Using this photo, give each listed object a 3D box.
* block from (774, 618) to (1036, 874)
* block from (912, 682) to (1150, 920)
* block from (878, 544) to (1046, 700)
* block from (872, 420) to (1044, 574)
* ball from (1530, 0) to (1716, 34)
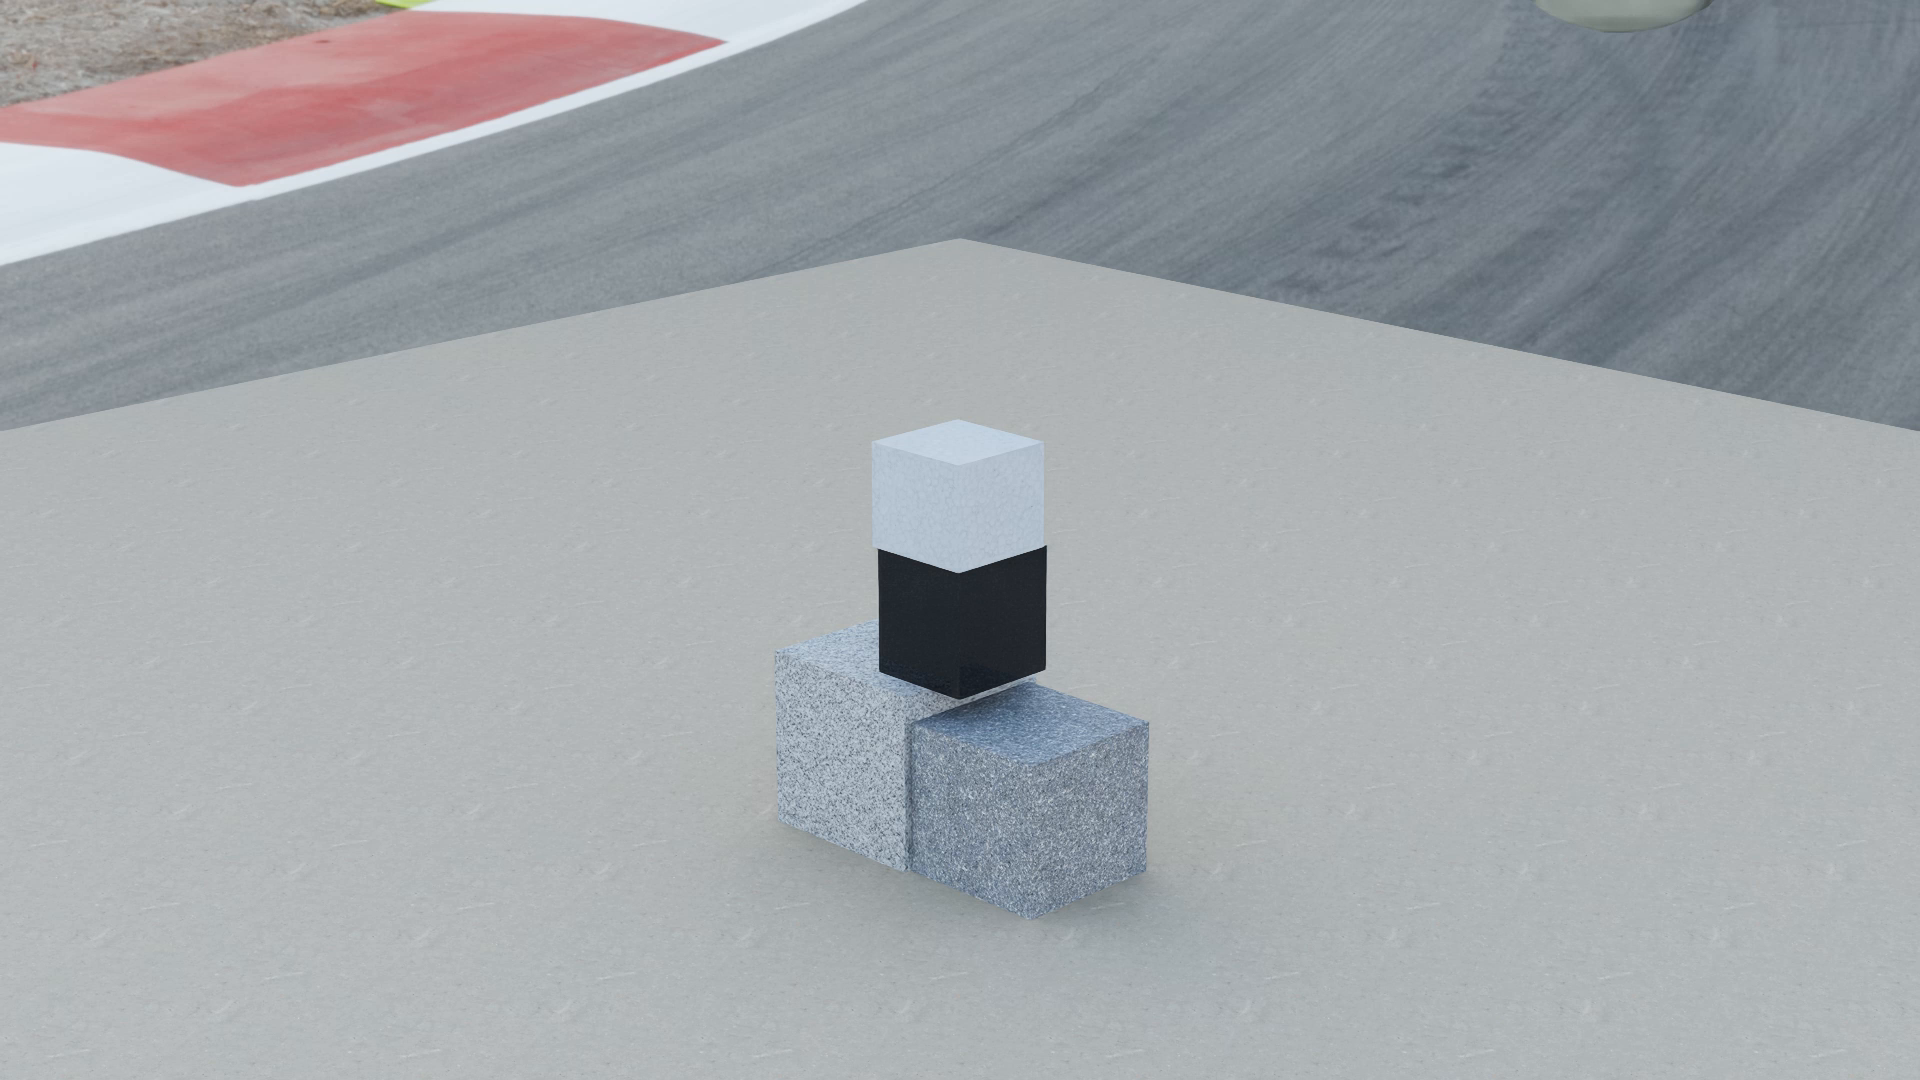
[{"bbox_3d":[-0.257,0.934,13.933,0.865,0.863,0.878,-17,24,-42],"label":"block"},{"bbox_3d":[0.319,1.175,13.387,0.768,0.731,0.754,-17,24,-42],"label":"block"},{"bbox_3d":[0.012,0.315,13.453,0.565,0.608,0.524,-17,24,-42],"label":"block"},{"bbox_3d":[-0.009,-0.205,13.268,0.546,0.496,0.553,-17,24,-42],"label":"block"},{"bbox_3d":[3.645,-3.582,16.037,1.600,1.600,1.600,0,17,0],"label":"ball"}]
